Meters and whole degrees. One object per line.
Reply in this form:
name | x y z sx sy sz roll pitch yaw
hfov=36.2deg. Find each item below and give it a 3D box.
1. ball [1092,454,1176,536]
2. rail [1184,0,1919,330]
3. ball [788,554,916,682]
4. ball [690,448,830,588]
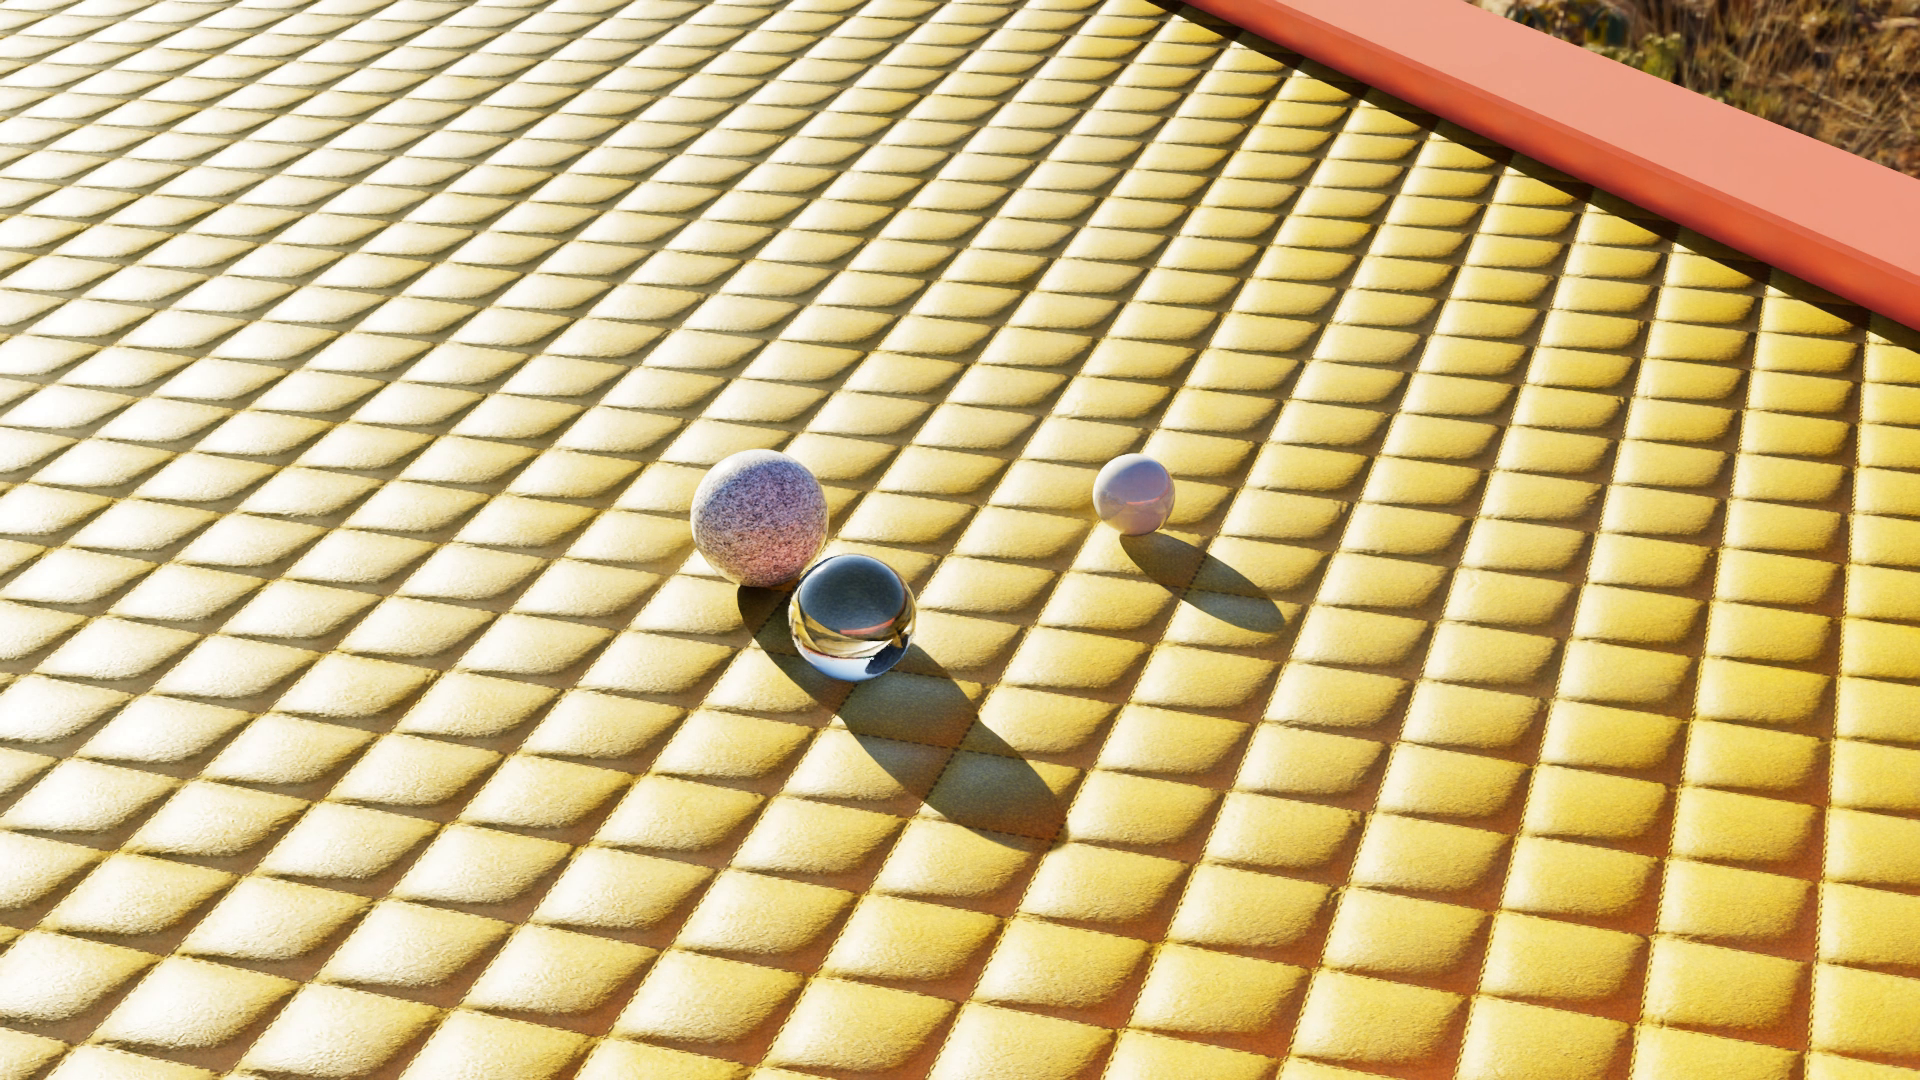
ball | 0.126 -0.033 2.136 0.060 0.060 0.060 0 26 0
rail | 0.417 -0.544 3.123 0.045 0.126 3.488 -13 28 -25
ball | -0.071 0.051 1.933 0.085 0.085 0.085 0 26 0
ball | -0.140 -0.015 2.057 0.097 0.097 0.097 0 26 0
